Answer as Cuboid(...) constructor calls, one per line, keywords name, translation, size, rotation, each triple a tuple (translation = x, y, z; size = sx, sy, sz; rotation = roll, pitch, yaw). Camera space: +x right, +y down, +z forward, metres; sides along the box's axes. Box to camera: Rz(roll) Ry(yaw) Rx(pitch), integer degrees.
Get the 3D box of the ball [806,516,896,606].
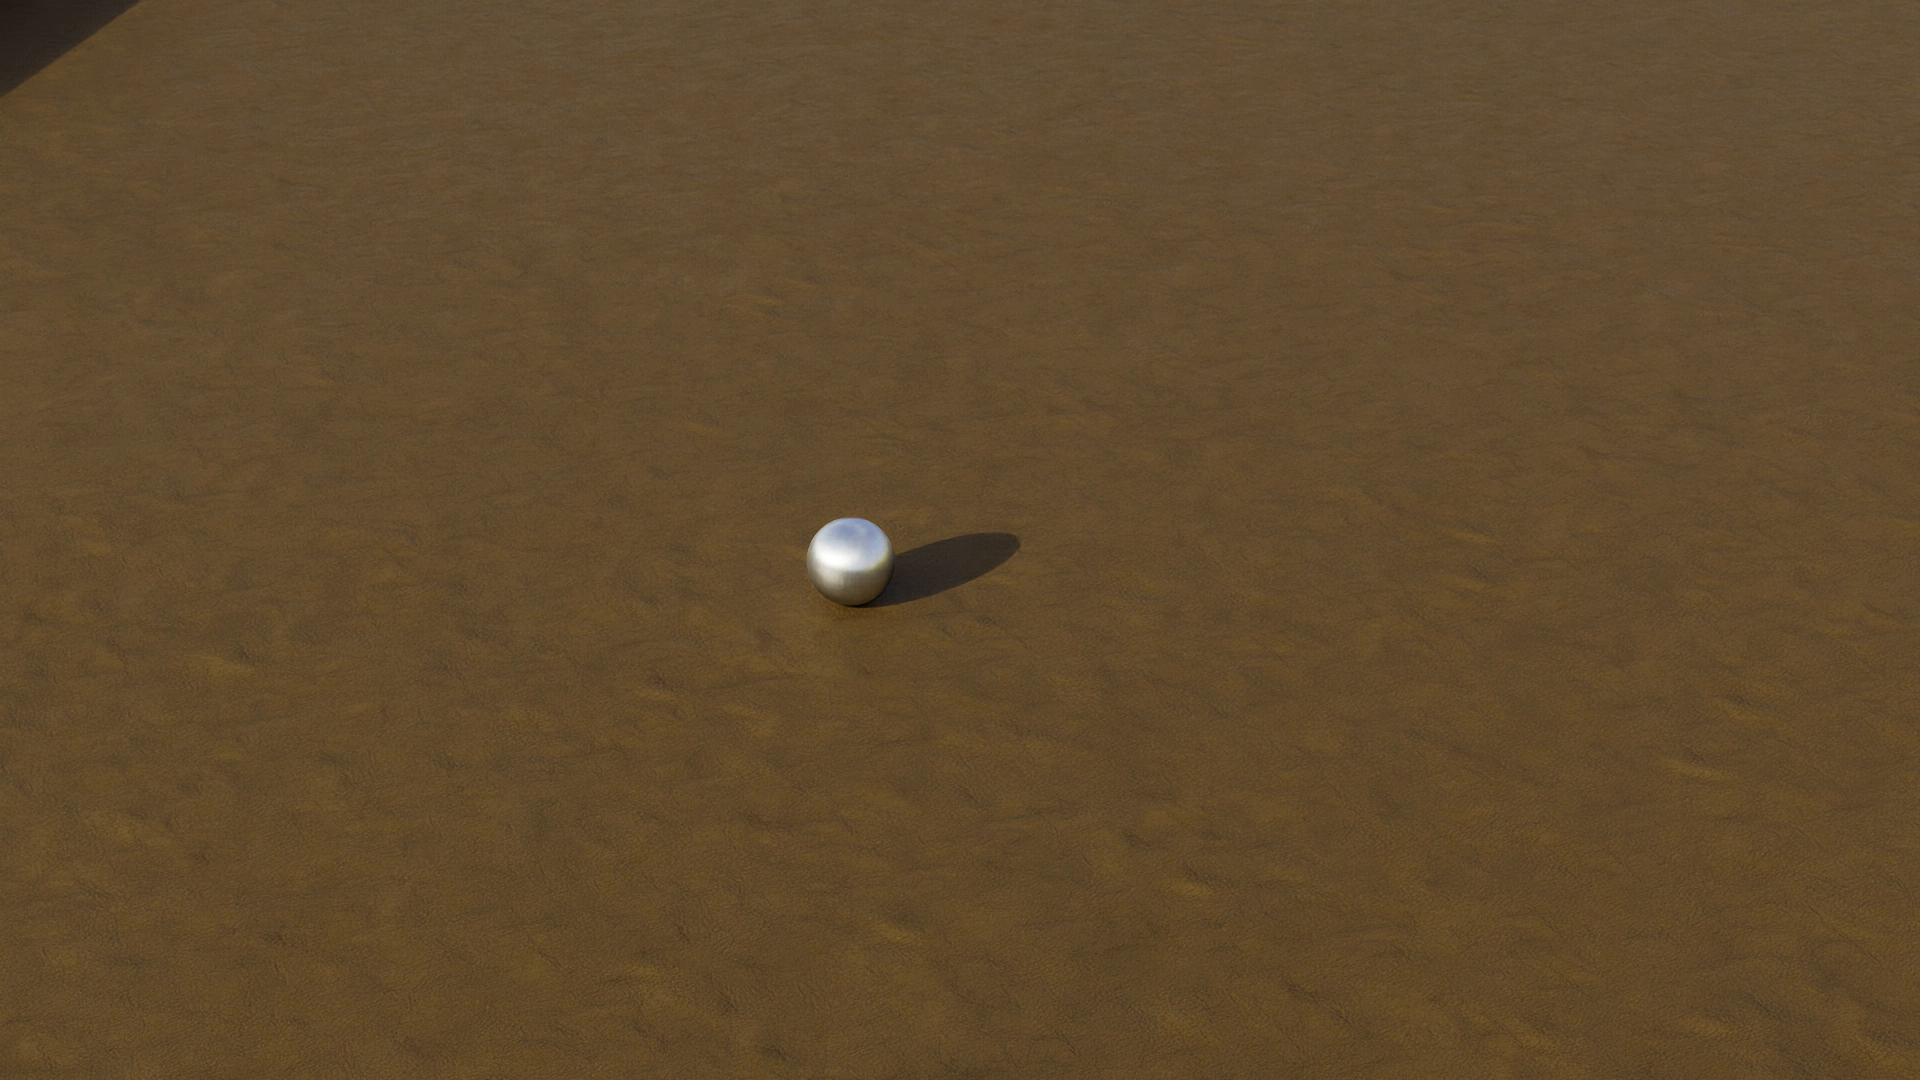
Cuboid(name="ball", translation=(-0.061, 0.012, 1.643), size=(0.050, 0.050, 0.050), rotation=(0, 30, 0))
